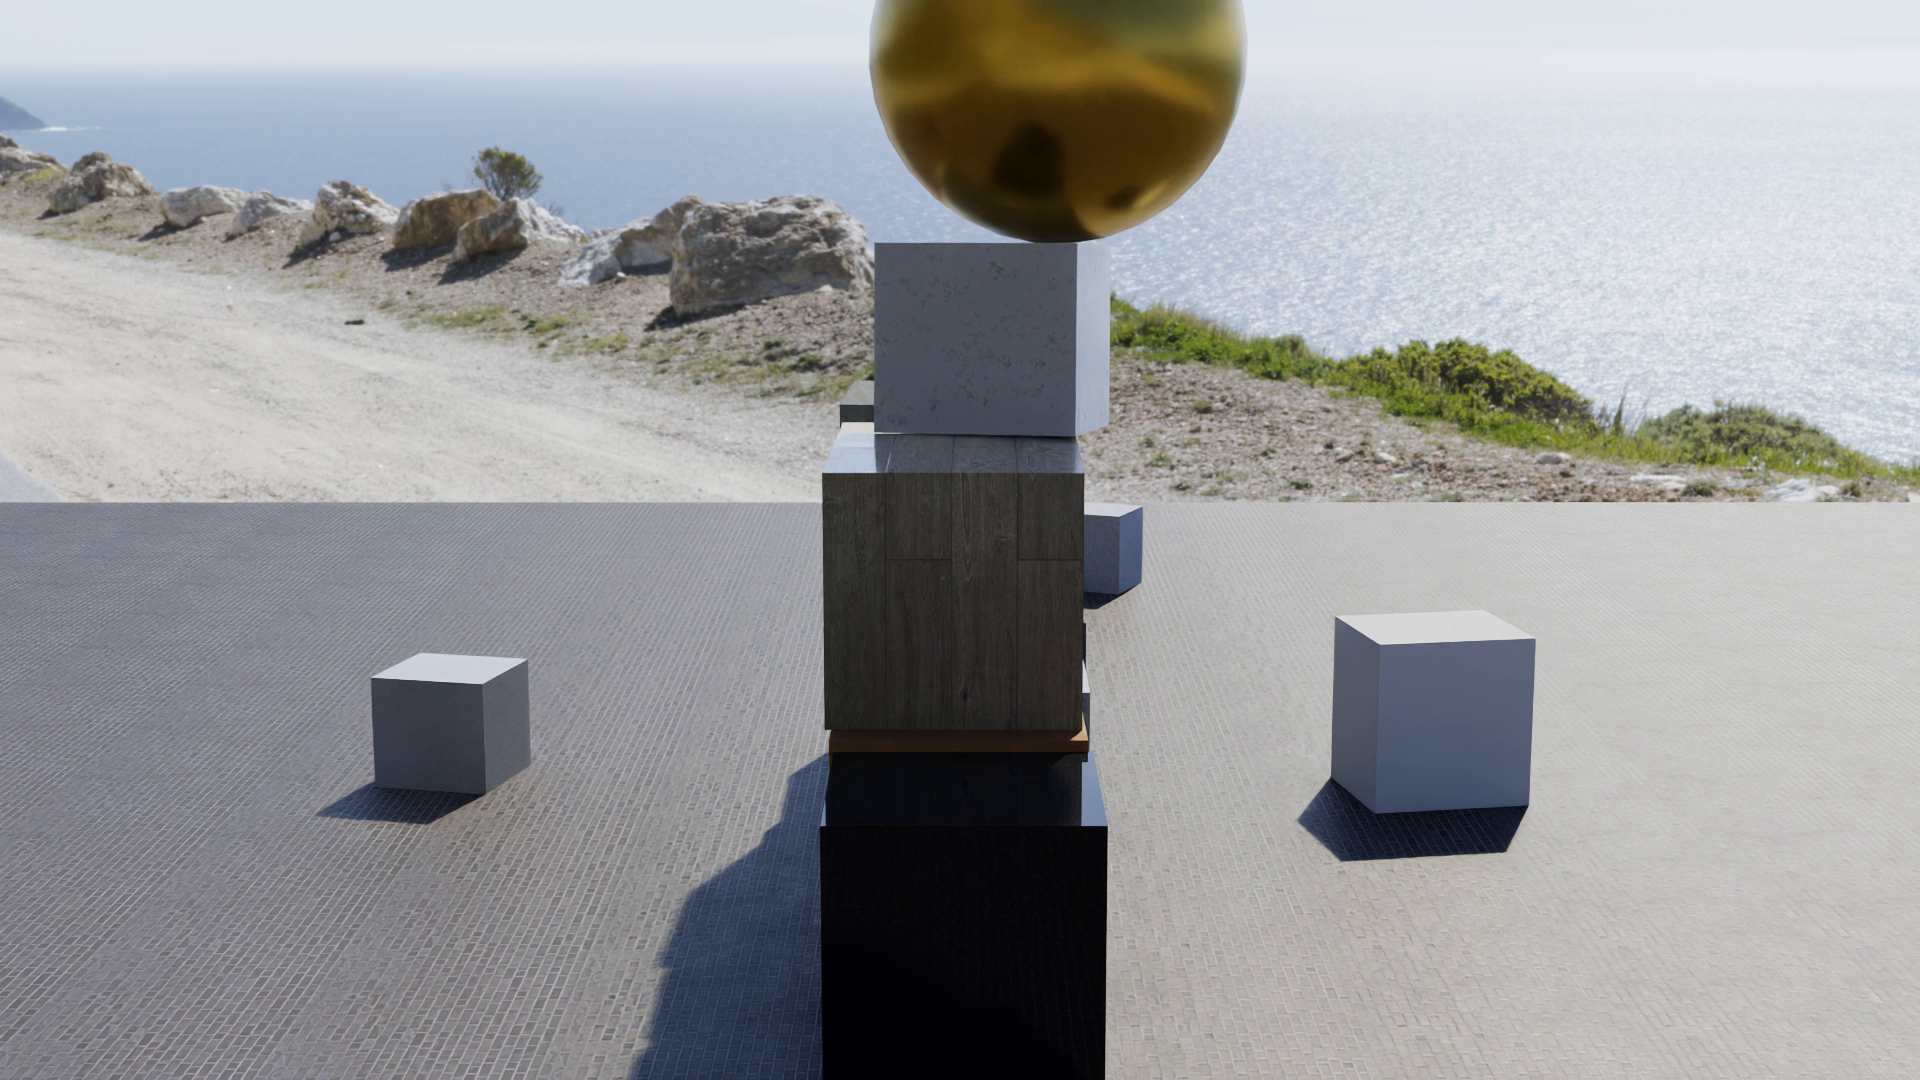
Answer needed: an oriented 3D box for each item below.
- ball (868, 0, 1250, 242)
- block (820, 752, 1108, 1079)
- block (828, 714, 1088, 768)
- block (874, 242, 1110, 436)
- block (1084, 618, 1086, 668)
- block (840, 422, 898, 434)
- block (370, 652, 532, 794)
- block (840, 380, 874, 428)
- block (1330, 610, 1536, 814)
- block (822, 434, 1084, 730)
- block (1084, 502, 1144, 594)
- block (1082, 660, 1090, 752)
[{"bbox_3d":[0.413,-2.051,10.807,1.600,1.600,1.600,0,10,0],"label":"ball"},{"bbox_3d":[0.014,1.368,9.326,0.983,0.972,0.971,0,10,0],"label":"block"},{"bbox_3d":[-0.006,1.176,10.259,0.982,1.015,0.918,0,10,0],"label":"block"},{"bbox_3d":[0.152,-0.873,11.031,0.857,0.791,0.836,2,6,13],"label":"block"},{"bbox_3d":[-0.002,0.789,12.316,1.153,1.041,1.124,0,10,0],"label":"block"},{"bbox_3d":[-0.111,0.016,11.288,0.849,0.905,0.788,0,16,1],"label":"block"},{"bbox_3d":[-2.562,0.919,12.948,0.595,0.559,0.564,2,11,13],"label":"block"},{"bbox_3d":[-0.013,-0.217,12.208,1.040,0.976,0.936,0,10,2],"label":"block"},{"bbox_3d":[2.321,0.835,12.649,0.785,0.832,0.666,-2,10,-10],"label":"block"},{"bbox_3d":[-0.020,0.143,10.312,0.992,1.001,1.080,0,10,1],"label":"block"},{"bbox_3d":[0.925,0.048,17.794,0.551,0.539,0.487,4,11,23],"label":"block"},{"bbox_3d":[0.009,1.018,11.243,1.062,0.975,1.051,0,10,0],"label":"block"}]
